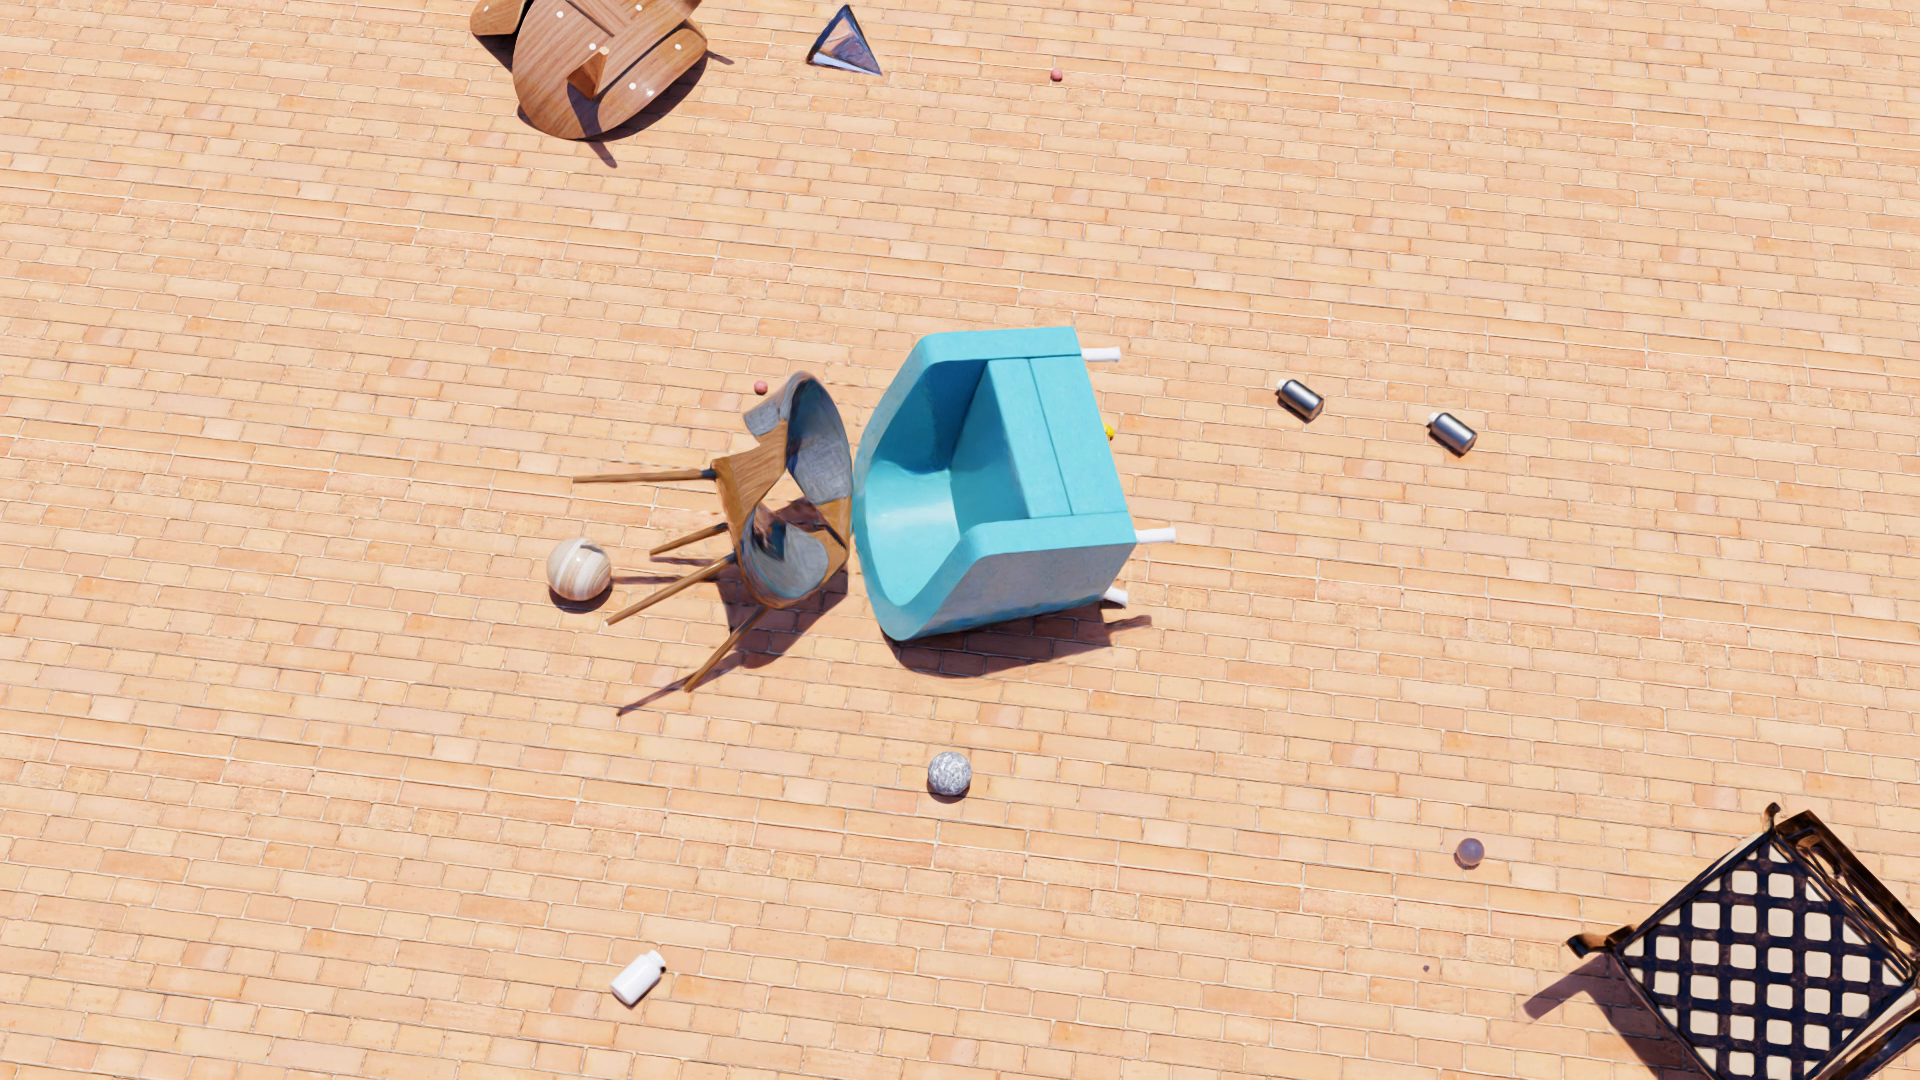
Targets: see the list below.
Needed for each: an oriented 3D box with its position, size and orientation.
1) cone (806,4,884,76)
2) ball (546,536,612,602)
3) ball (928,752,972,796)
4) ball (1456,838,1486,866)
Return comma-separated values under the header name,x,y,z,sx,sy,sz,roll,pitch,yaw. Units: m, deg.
name,x,y,z,sx,sy,sz,roll,pitch,yaw
cone,-0.364,-1.692,7.659,0.254,0.123,0.243,39,100,1
ball,-1.110,0.084,6.404,0.189,0.189,0.189,0,56,0
ball,-0.028,0.644,6.068,0.123,0.123,0.123,0,56,0
ball,1.385,0.844,5.962,0.075,0.075,0.075,0,56,0
